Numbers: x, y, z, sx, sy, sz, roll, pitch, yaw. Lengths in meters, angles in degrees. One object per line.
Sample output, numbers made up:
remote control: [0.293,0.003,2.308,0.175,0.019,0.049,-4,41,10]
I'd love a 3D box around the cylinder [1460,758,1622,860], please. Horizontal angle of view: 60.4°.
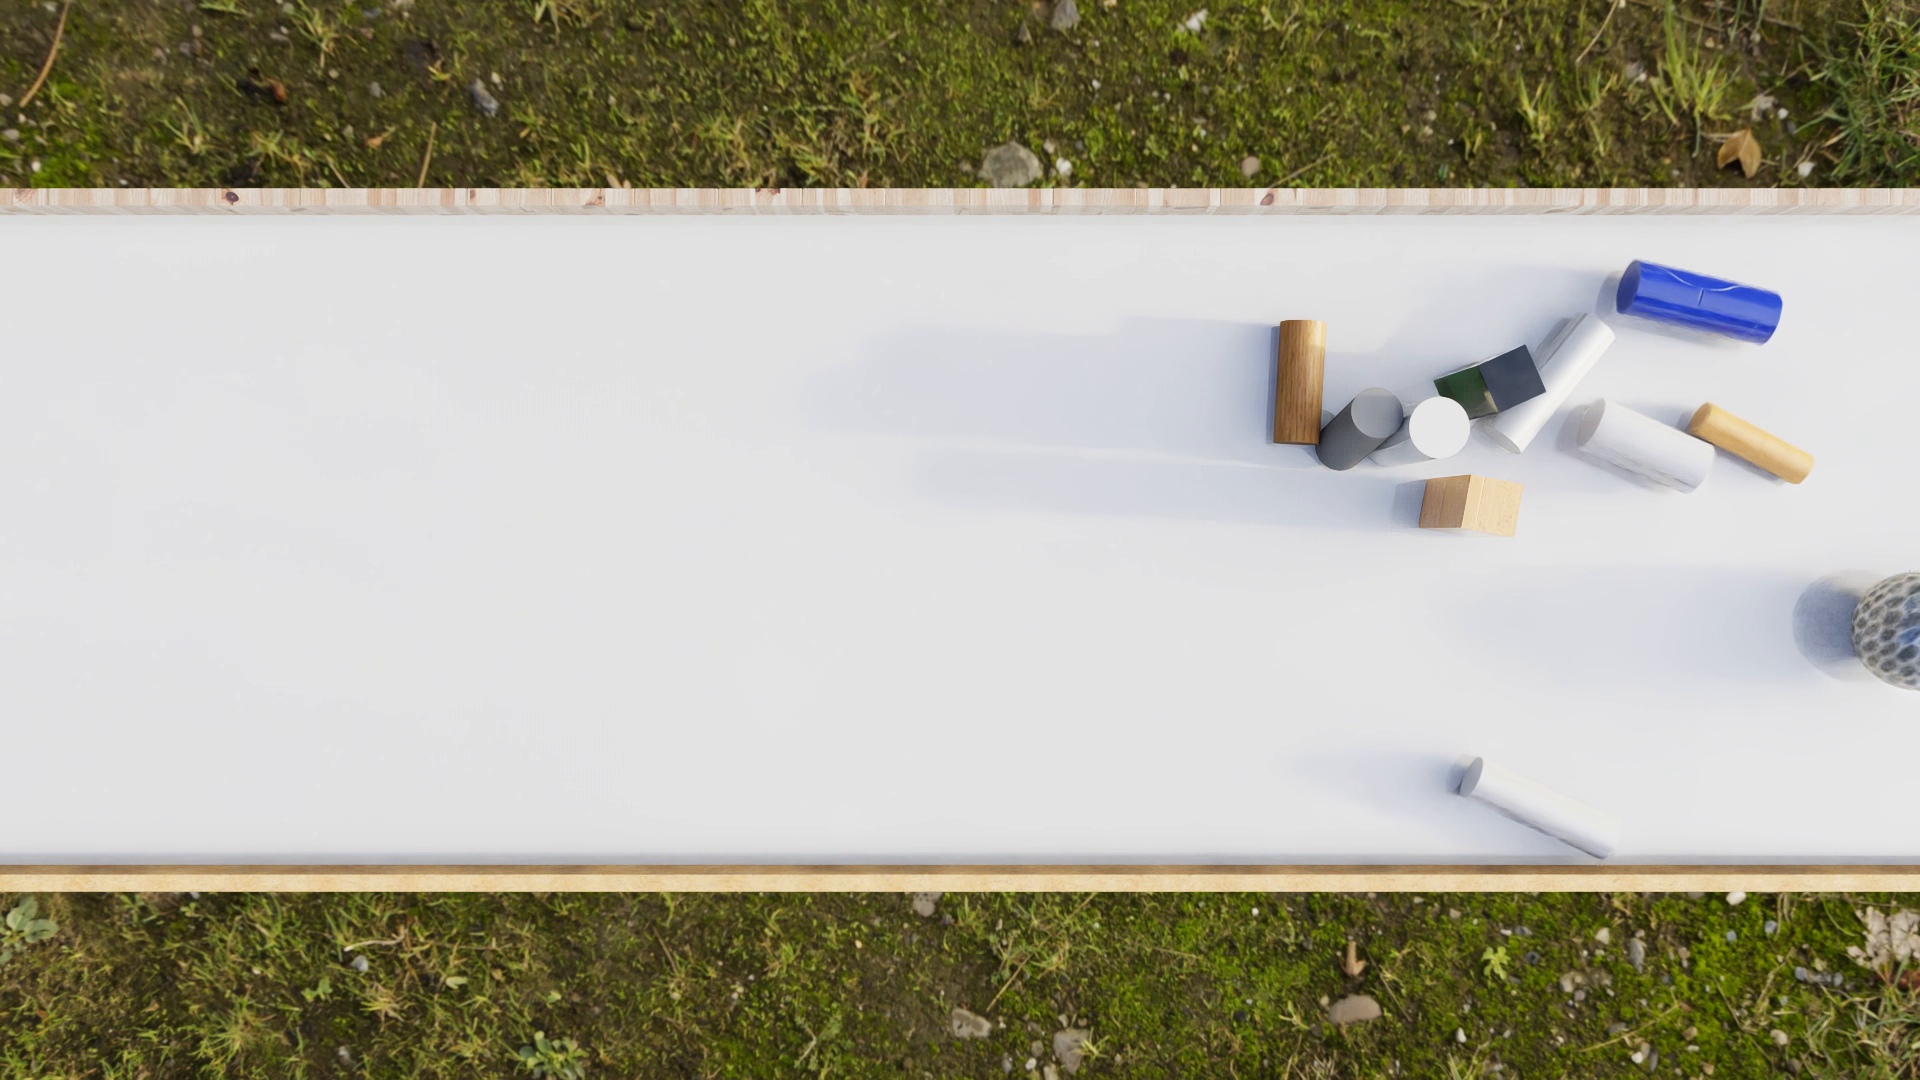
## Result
cylinder: [1.762,0.815,5.009,0.456,0.135,0.135,24,90,0]

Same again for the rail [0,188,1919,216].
rail: [-2.247,-1.025,5.002,12.000,0.150,0.050,0,90,0]

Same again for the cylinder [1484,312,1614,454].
cylinder: [1.788,-0.476,5.008,0.137,0.137,0.447,39,90,0]

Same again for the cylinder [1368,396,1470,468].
cylinder: [1.337,-0.313,4.855,0.174,0.433,0.174,0,89,-3]

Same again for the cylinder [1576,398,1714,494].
cylinder: [2.072,-0.284,4.994,0.354,0.164,0.164,23,90,0]

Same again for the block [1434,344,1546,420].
block: [1.553,-0.454,4.857,0.147,0.439,0.147,-24,90,0]

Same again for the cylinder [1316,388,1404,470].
cylinder: [1.174,-0.323,4.870,0.150,0.390,0.150,1,79,-3]

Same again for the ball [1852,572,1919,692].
ball: [2.849,0.272,4.898,0.358,0.358,0.358,0,90,0]

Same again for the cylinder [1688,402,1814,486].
cylinder: [2.411,-0.293,5.027,0.356,0.100,0.100,27,90,0]

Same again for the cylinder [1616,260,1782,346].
cylinder: [2.234,-0.717,4.994,0.432,0.165,0.165,13,90,0]

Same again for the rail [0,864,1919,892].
rail: [-2.247,1.025,5.001,12.000,0.150,0.050,0,90,0]

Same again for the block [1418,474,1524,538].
block: [1.505,-0.098,4.876,0.154,0.396,0.154,10,90,-2]

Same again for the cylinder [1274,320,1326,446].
cylinder: [1.032,-0.477,5.008,0.138,0.138,0.366,3,90,0]
